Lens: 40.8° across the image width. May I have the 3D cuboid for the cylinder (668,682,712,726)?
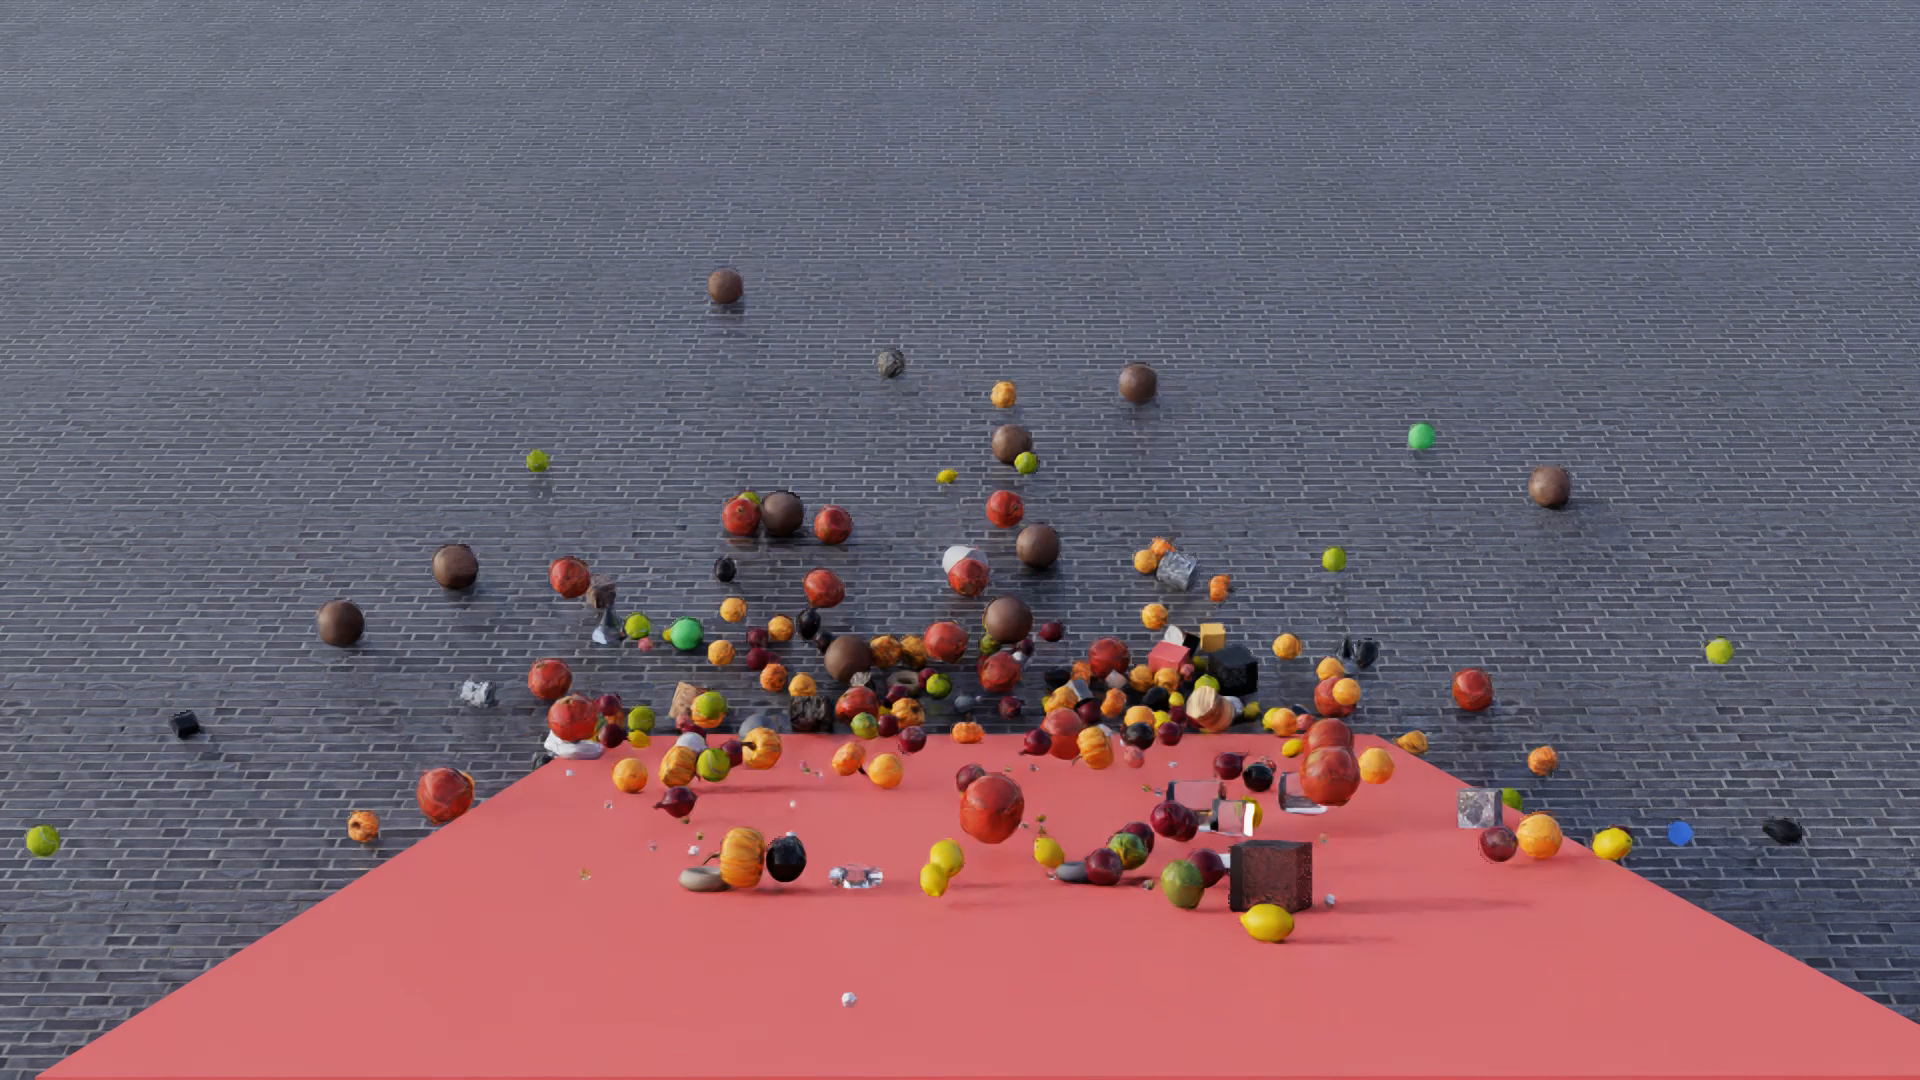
[{"bbox_3d":[-0.706,0.430,6.774,0.095,0.095,0.095,16,-6,2],"label":"cylinder"}]

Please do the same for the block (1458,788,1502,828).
[{"bbox_3d":[0.944,0.486,4.686,0.065,0.065,0.065,0,1,26],"label":"block"}]

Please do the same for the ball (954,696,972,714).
[{"bbox_3d":[0.008,0.438,6.856,0.052,0.052,0.052,0,28,0],"label":"ball"}]

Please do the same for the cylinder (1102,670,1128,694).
[{"bbox_3d":[0.416,0.380,6.933,0.051,0.051,0.051,41,36,1],"label":"cylinder"}]

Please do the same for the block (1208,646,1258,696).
[{"bbox_3d":[0.733,0.357,6.960,0.096,0.096,0.096,-12,30,-22],"label":"block"}]

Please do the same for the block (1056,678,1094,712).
[{"bbox_3d":[0.304,0.410,6.845,0.060,0.060,0.060,-2,56,-55],"label":"block"}]

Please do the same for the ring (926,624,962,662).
[{"bbox_3d":[-0.045,0.282,7.074,0.038,0.114,0.114,35,0,-43],"label":"ring"}]

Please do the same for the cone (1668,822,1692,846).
[{"bbox_3d":[1.760,0.718,6.360,0.060,0.060,0.060,-5,2,-9],"label":"cone"}]

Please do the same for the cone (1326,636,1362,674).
[{"bbox_3d":[1.054,0.302,7.063,0.096,0.096,0.096,0,28,0],"label":"cone"}]

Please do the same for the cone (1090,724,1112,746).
[{"bbox_3d":[0.346,0.489,6.321,0.054,0.054,0.054,0,27,-1],"label":"cone"}]

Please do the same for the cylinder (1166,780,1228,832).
[{"bbox_3d":[0.422,0.474,4.602,0.091,0.091,0.091,0,27,18],"label":"cylinder"}]

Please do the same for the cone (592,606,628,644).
[{"bbox_3d":[-0.980,0.222,7.209,0.100,0.100,0.100,0,28,0],"label":"cone"}]

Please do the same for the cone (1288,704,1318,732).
[{"bbox_3d":[0.898,0.462,6.671,0.073,0.073,0.073,5,24,46],"label":"cone"}]

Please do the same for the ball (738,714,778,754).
[{"bbox_3d":[-0.474,0.457,6.086,0.094,0.094,0.094,0,28,0],"label":"ball"}]

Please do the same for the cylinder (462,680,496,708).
[{"bbox_3d":[-1.283,0.411,6.884,0.066,0.066,0.066,7,29,15],"label":"cylinder"}]

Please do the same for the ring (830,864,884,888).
[{"bbox_3d":[-0.158,0.514,3.948,0.083,0.028,0.083,1,0,0],"label":"ring"}]

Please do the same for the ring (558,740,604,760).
[{"bbox_3d":[-0.879,0.487,5.994,0.110,0.037,0.110,1,2,0],"label":"ring"}]

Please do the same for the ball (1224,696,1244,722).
[{"bbox_3d":[0.713,0.446,6.820,0.072,0.072,0.072,0,28,0],"label":"ball"}]

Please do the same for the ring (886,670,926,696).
[{"bbox_3d":[-0.147,0.388,6.968,0.107,0.036,0.107,1,27,-1],"label":"ring"}]

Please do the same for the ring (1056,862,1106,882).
[{"bbox_3d":[0.188,0.514,3.999,0.078,0.026,0.078,-1,1,0],"label":"ring"}]

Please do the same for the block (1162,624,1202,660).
[{"bbox_3d":[0.607,0.281,7.106,0.066,0.066,0.066,21,6,-47],"label":"block"}]

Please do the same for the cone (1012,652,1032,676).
[{"bbox_3d":[0.161,0.349,7.048,0.061,0.061,0.061,10,56,17],"label":"cone"}]

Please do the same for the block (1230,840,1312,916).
[{"bbox_3d":[0.447,0.484,3.714,0.092,0.092,0.092,0,1,25],"label":"block"}]

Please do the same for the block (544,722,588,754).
[{"bbox_3d":[-1.012,0.521,6.652,0.070,0.070,0.070,22,-6,35],"label":"block"}]

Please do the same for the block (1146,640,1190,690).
[{"bbox_3d":[0.565,0.340,7.001,0.088,0.088,0.088,13,31,23],"label":"block"}]

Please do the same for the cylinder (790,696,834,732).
[{"bbox_3d":[-0.377,0.443,6.574,0.092,0.092,0.092,0,28,11],"label":"cylinder"}]

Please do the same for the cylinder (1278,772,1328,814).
[{"bbox_3d":[0.647,0.476,4.866,0.077,0.077,0.077,-1,26,23],"label":"cylinder"}]

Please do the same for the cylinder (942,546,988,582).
[{"bbox_3d":[0.016,0.067,7.476,0.094,0.094,0.094,-20,19,-33],"label":"cylinder"}]

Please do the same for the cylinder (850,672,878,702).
[{"bbox_3d":[-0.257,0.391,6.896,0.059,0.059,0.059,-12,39,10],"label":"cylinder"}]

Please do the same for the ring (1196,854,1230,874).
[{"bbox_3d":[0.416,0.512,4.093,0.081,0.027,0.081,1,-1,0],"label":"ring"}]

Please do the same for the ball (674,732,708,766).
[{"bbox_3d":[-0.605,0.470,5.815,0.075,0.075,0.075,0,28,0],"label":"ball"}]

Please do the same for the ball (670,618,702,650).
[{"bbox_3d":[-0.755,0.262,7.145,0.089,0.089,0.089,0,28,0],"label":"ball"}]

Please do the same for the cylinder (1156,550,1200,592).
[{"bbox_3d":[0.627,0.091,7.441,0.096,0.096,0.096,21,33,17],"label":"cylinder"}]

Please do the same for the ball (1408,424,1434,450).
[{"bbox_3d":[1.474,-0.329,8.255,0.082,0.082,0.082,0,28,0],"label":"ball"}]

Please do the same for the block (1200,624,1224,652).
[{"bbox_3d":[0.698,0.272,7.160,0.058,0.058,0.058,-2,28,-3],"label":"block"}]

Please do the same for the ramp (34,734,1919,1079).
[{"bbox_3d":[0.063,0.570,4.611,2.000,0.100,4.000,0,1,0],"label":"ramp"}]

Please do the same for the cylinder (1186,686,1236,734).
[{"bbox_3d":[0.608,0.411,6.251,0.087,0.087,0.087,-29,41,29],"label":"cylinder"}]

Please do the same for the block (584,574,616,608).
[{"bbox_3d":[-1.028,0.147,7.386,0.064,0.064,0.064,-18,33,-30],"label":"block"}]

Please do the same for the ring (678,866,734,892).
[{"bbox_3d":[-0.383,0.513,3.906,0.084,0.028,0.084,3,3,0],"label":"ring"}]

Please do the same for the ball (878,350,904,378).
[{"bbox_3d":[-0.235,-0.596,8.745,0.091,0.091,0.091,0,28,0],"label":"ball"}]

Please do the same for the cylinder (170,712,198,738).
[{"bbox_3d":[-2.029,0.484,6.763,0.053,0.053,0.053,-18,33,-32],"label":"cylinder"}]

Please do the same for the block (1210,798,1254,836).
[{"bbox_3d":[0.477,0.487,4.529,0.056,0.056,0.056,0,-13,26],"label":"block"}]
